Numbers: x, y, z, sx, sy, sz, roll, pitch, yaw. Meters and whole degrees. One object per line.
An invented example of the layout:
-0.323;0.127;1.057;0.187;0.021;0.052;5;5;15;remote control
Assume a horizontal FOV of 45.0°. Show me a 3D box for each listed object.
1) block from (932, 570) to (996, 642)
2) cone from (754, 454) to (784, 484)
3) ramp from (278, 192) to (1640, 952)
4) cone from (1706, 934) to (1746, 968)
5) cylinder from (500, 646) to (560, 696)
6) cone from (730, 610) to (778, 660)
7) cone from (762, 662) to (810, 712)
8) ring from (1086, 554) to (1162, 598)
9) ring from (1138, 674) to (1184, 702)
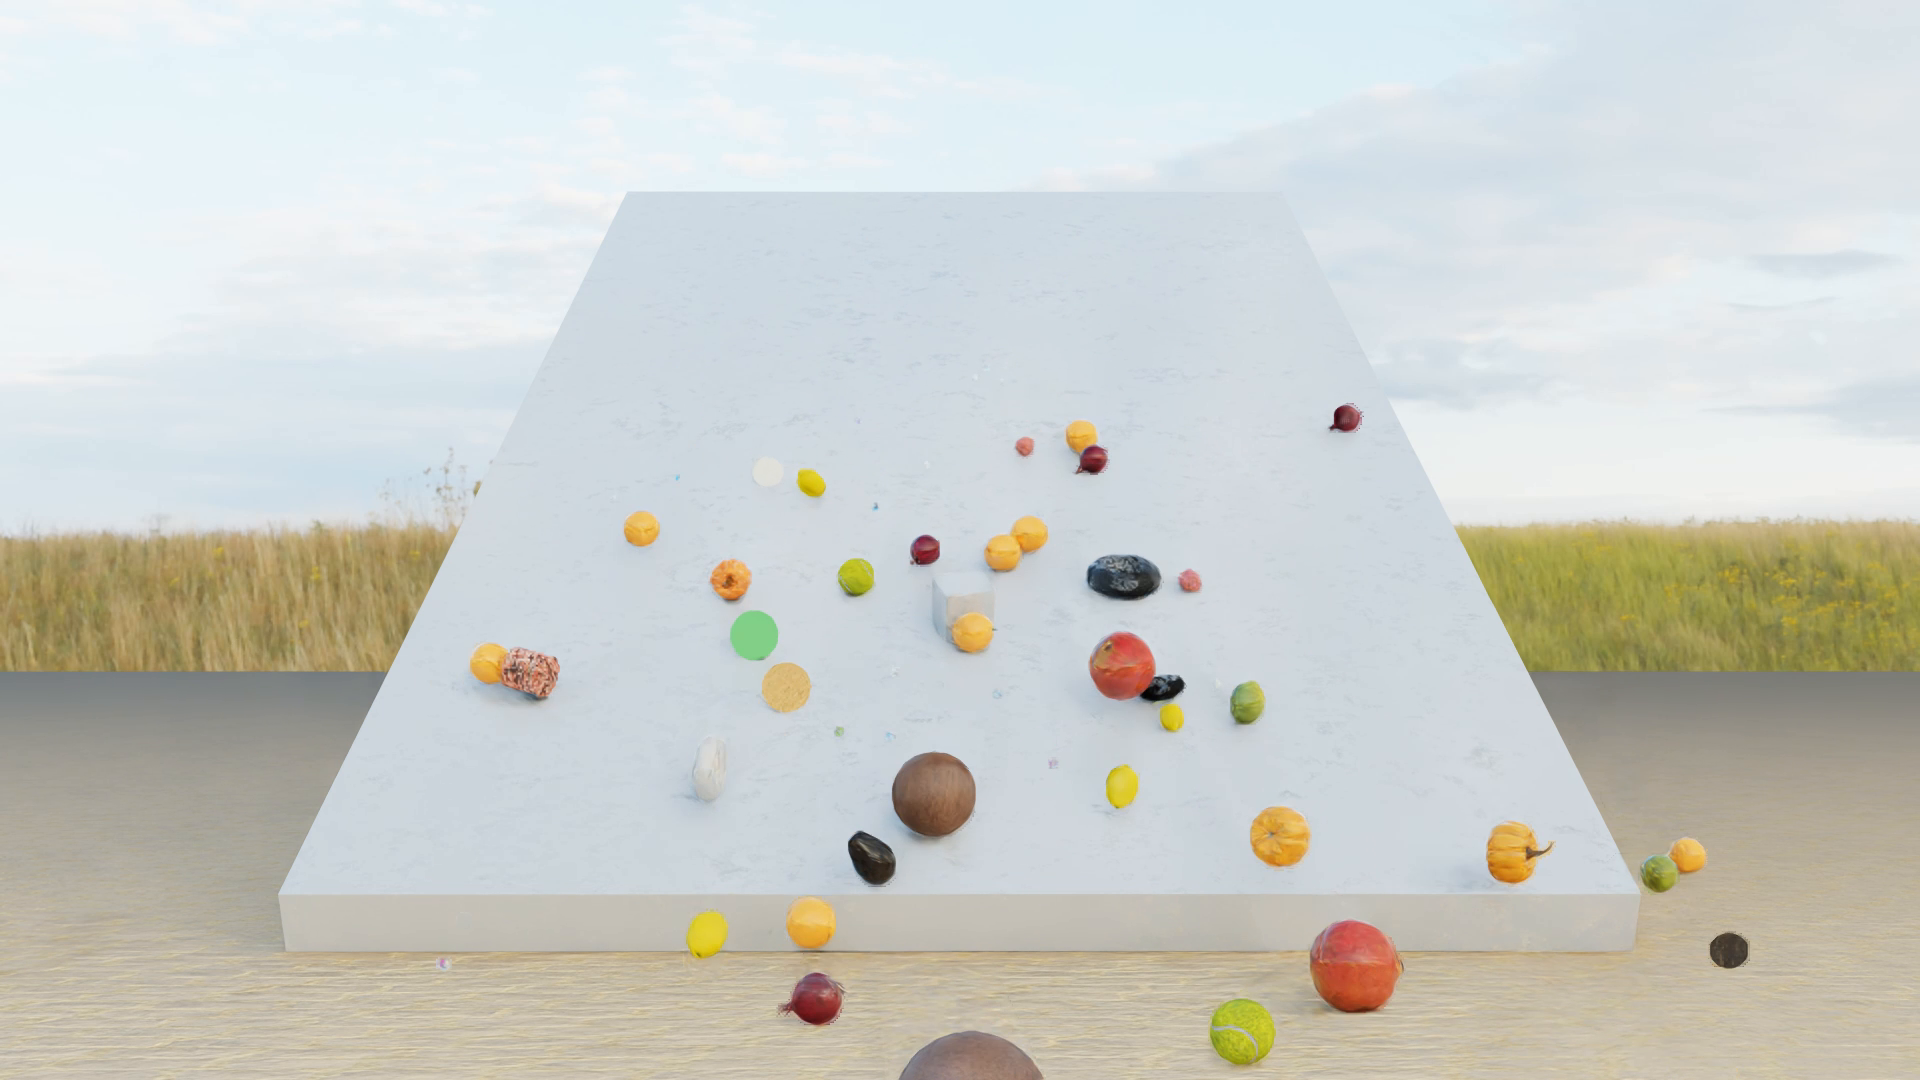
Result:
0.005;0.120;4.209;0.092;0.092;0.092;-7;24;-15;block
-0.408;-0.141;4.893;0.063;0.063;0.063;1;-16;-14;cone
-0.008;-0.226;5.255;2.000;0.100;4.000;0;23;0;ramp
1.080;0.569;3.264;0.053;0.053;0.053;-1;24;20;cone
-0.736;0.226;3.966;0.071;0.071;0.071;13;1;19;cylinder
-0.359;0.172;4.154;0.088;0.088;0.088;0;-4;8;cone
-0.304;0.253;3.968;0.084;0.084;0.084;1;-4;-13;cone
0.310;0.068;4.388;0.143;0.048;0.143;1;23;0;ring
0.345;0.253;3.967;0.081;0.027;0.081;-13;14;3;ring
